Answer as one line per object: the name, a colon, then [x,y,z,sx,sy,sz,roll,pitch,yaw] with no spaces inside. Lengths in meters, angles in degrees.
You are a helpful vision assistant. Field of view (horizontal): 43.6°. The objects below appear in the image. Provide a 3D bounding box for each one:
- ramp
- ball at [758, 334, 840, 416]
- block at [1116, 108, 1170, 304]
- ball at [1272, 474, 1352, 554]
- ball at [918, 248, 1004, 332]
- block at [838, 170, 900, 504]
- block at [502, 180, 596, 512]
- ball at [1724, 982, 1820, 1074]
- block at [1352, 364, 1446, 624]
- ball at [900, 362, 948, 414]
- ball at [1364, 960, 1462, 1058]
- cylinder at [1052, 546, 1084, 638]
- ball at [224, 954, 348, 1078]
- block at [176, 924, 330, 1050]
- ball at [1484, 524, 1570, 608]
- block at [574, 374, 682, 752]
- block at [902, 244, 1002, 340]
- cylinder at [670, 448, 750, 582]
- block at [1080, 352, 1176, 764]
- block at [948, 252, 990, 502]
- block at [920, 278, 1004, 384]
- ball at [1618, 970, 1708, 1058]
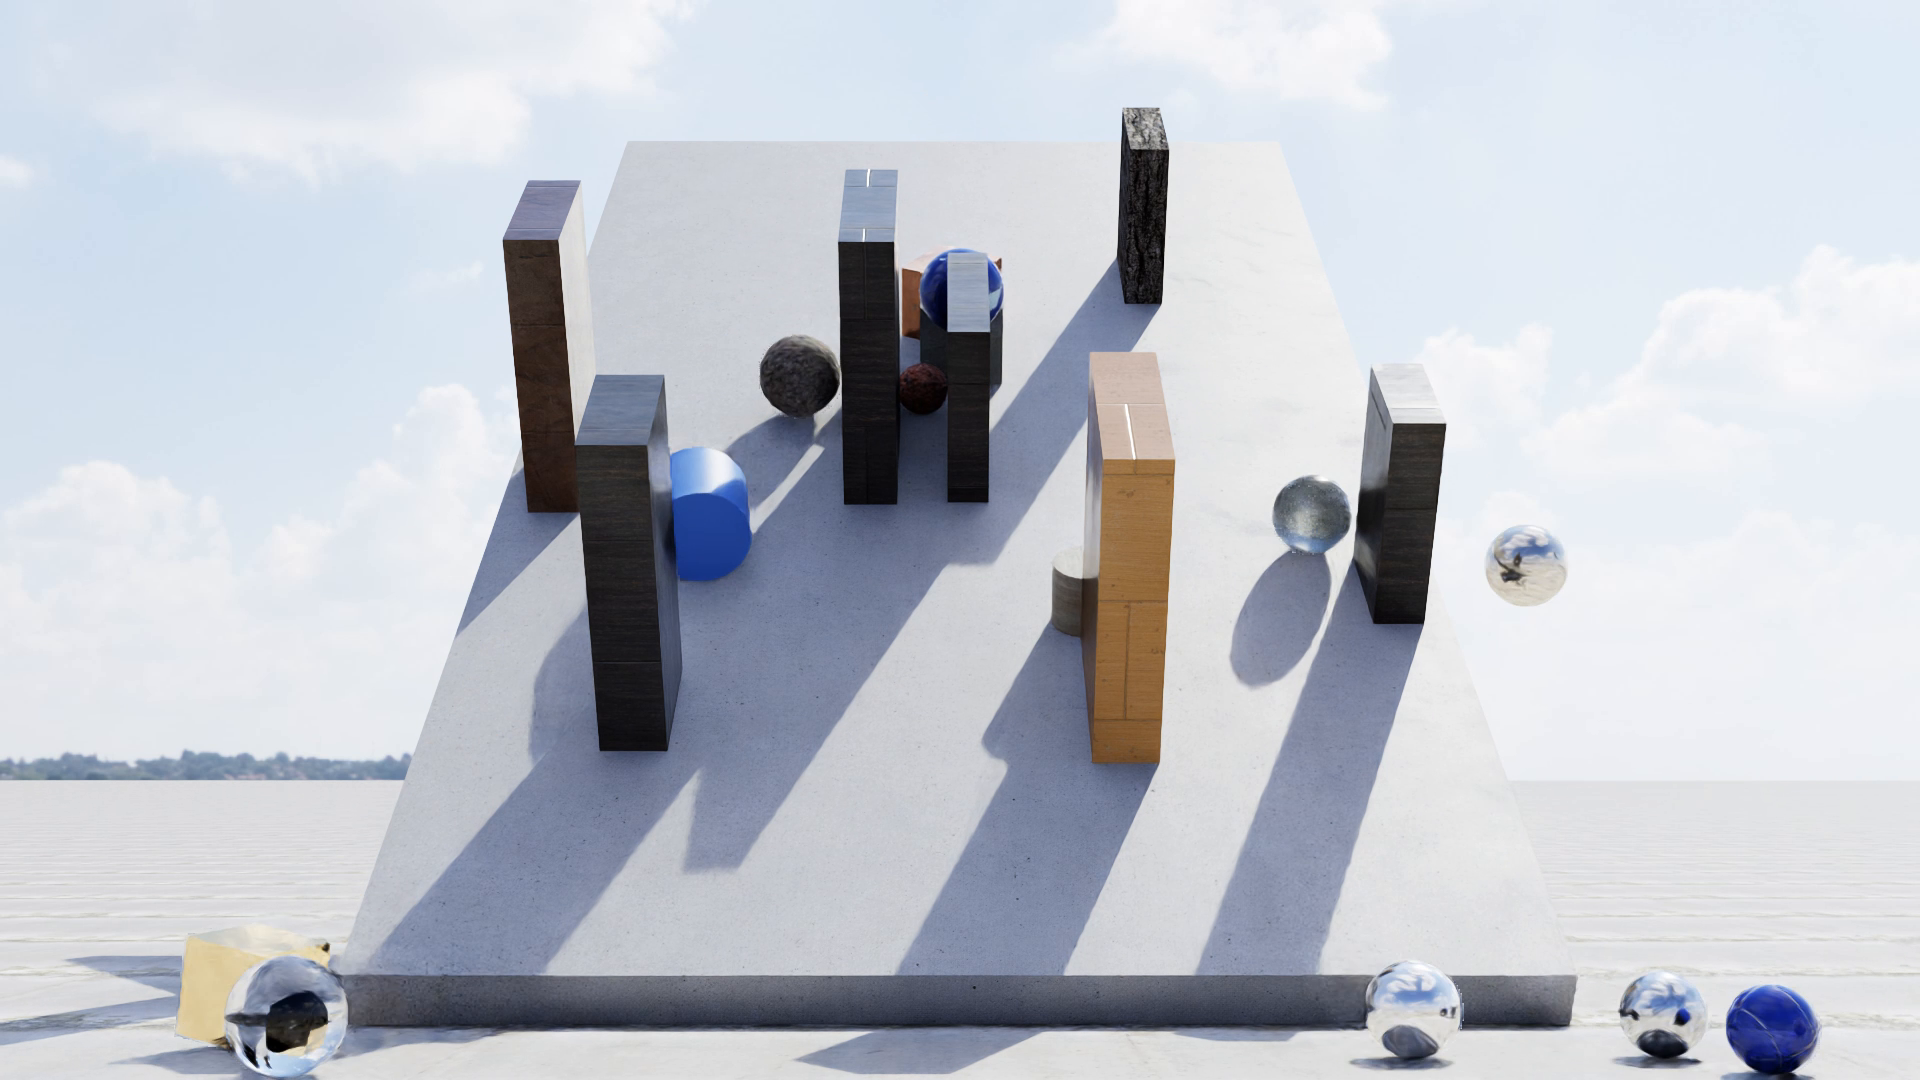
ramp: [-0.012,-0.218,5.638,2.000,0.100,4.000,0,29,0]
ball: [-0.377,-0.387,5.641,0.191,0.191,0.191,0,-6,0]
block: [0.479,-0.881,6.305,0.099,0.423,0.329,0,29,0]
ball: [0.744,-0.055,5.067,0.168,0.168,0.168,0,-6,0]
ball: [0.004,-0.585,5.636,0.201,0.201,0.201,0,-6,0]
block: [-0.197,-0.453,5.319,0.117,0.618,0.433,0,29,0]
block: [-0.886,-0.424,5.242,0.116,0.636,0.350,0,29,0]
ball: [1.104,0.664,3.259,0.122,0.122,0.122,0,-6,0]
block: [0.885,-0.095,4.848,0.104,0.450,0.277,0,29,0]
ball: [-0.089,-0.357,5.656,0.121,0.121,0.121,0,-6,0]
ball: [0.648,0.673,3.438,0.139,0.139,0.139,0,-6,0]
cylinder: [0.252,0.104,4.810,0.135,0.135,0.135,0,29,0]
ball: [-0.906,0.641,3.225,0.162,0.162,0.162,0,-6,0]
block: [-1.047,0.664,3.557,0.146,0.146,0.146,8,3,26]
ball: [1.270,0.058,5.377,0.186,0.186,0.186,0,-6,0]
block: [-0.602,0.044,4.399,0.125,0.631,0.287,0,29,0]
block: [-0.021,-0.616,6.066,0.185,0.185,0.185,15,32,25]
cylinder: [-0.546,-0.055,5.018,0.208,0.208,0.208,1,28,-8]
block: [0.304,0.029,4.439,0.124,0.624,0.443,0,29,0]
block: [0.017,-0.370,5.385,0.091,0.410,0.445,0,29,0]
block: [0.006,-0.514,5.866,0.199,0.199,0.199,1,29,1]
ball: [1.011,0.681,3.445,0.124,0.124,0.124,0,-6,0]
